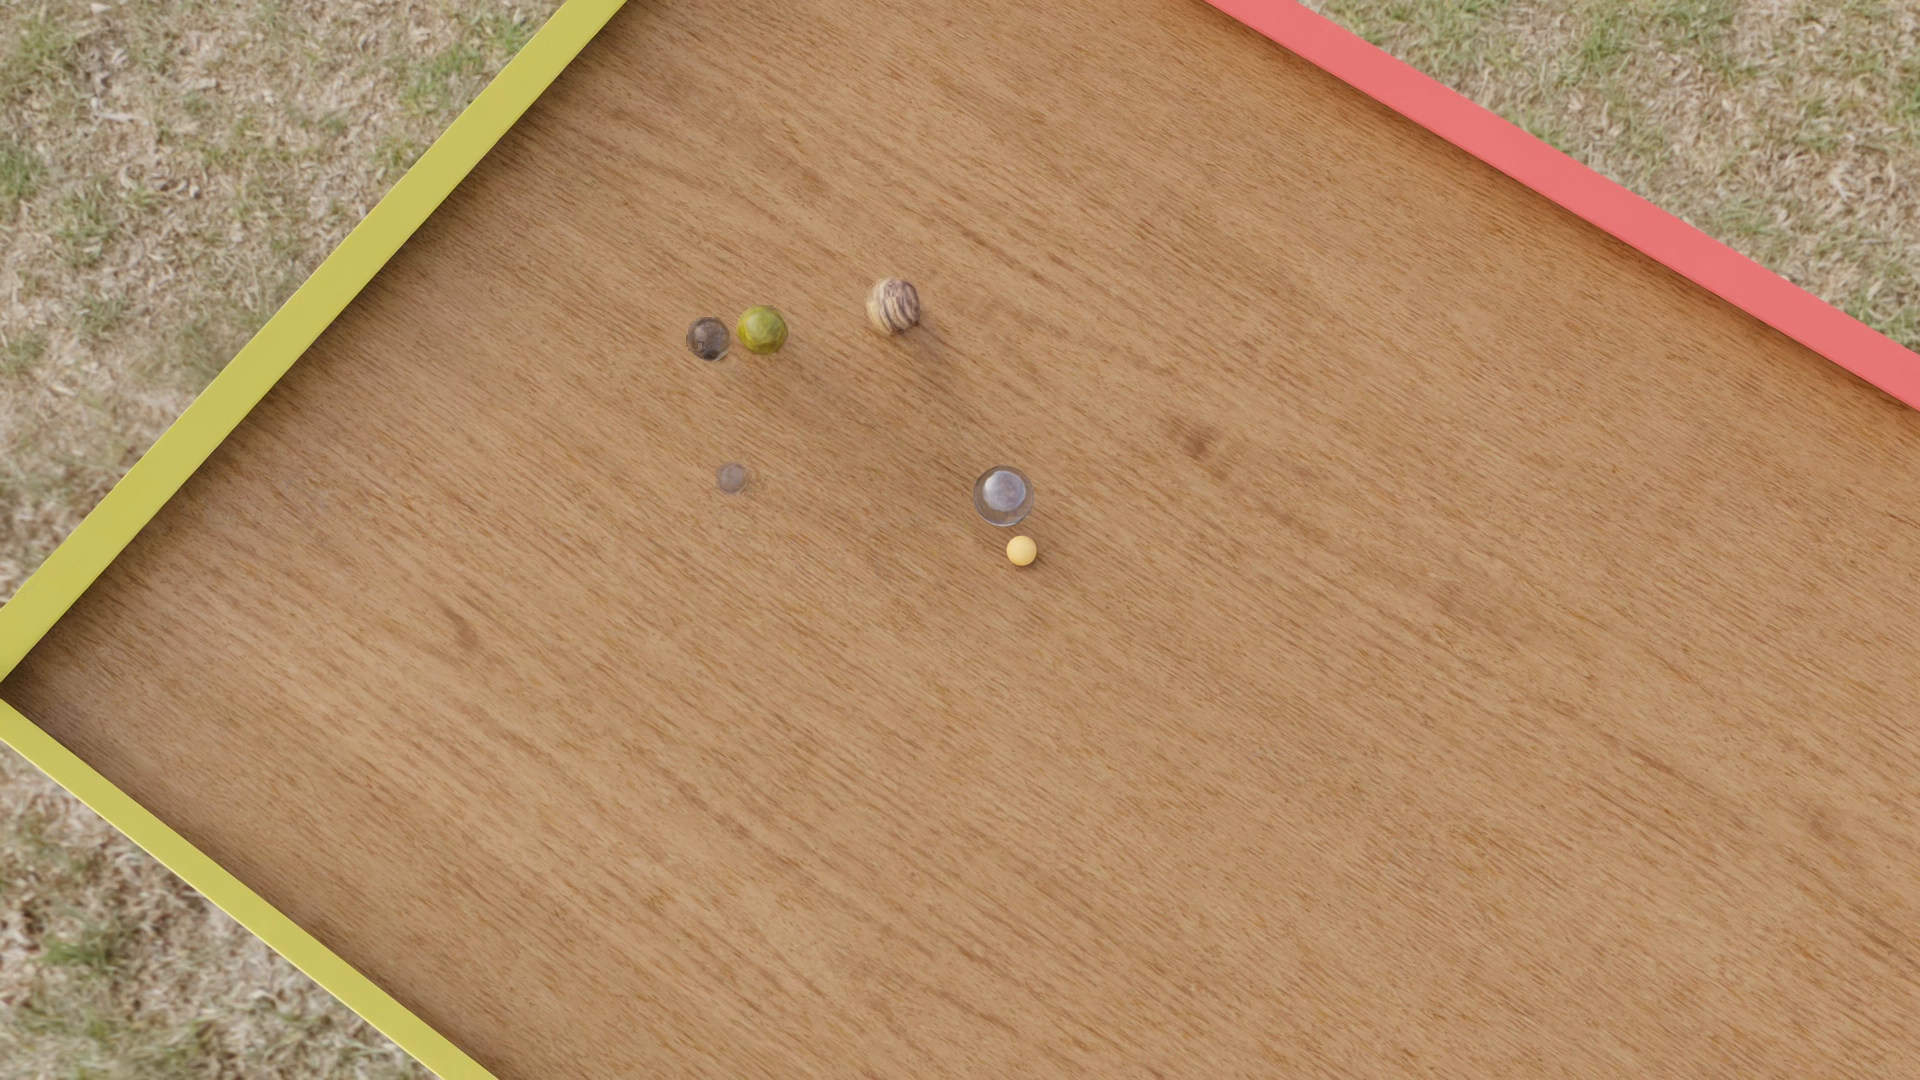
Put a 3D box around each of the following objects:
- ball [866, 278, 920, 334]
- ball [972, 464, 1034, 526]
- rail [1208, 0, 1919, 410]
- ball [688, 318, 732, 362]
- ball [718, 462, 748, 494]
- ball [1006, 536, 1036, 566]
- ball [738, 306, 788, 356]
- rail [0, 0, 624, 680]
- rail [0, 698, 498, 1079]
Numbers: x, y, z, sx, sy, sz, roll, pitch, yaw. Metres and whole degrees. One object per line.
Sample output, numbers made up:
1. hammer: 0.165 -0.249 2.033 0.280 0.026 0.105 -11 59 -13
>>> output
1. ball: -0.110 -0.386 3.636 0.091 0.091 0.091 0 68 0
2. ball: 0.069 -0.071 3.504 0.098 0.098 0.098 0 68 0
3. rail: 1.533 -0.244 3.558 4.420 0.127 0.045 33 72 13
4. ball: -0.412 -0.330 3.624 0.072 0.072 0.072 0 68 0
5. ball: -0.366 -0.100 3.542 0.050 0.050 0.050 0 68 0
6. ball: 0.098 0.017 3.495 0.048 0.048 0.048 0 68 0
7. ball: -0.324 -0.345 3.625 0.081 0.081 0.081 0 68 0
8. rail: -0.882 -0.590 3.698 0.045 0.127 2.232 33 72 13
9. rail: 0.270 1.407 2.887 4.420 0.127 0.045 33 72 13
